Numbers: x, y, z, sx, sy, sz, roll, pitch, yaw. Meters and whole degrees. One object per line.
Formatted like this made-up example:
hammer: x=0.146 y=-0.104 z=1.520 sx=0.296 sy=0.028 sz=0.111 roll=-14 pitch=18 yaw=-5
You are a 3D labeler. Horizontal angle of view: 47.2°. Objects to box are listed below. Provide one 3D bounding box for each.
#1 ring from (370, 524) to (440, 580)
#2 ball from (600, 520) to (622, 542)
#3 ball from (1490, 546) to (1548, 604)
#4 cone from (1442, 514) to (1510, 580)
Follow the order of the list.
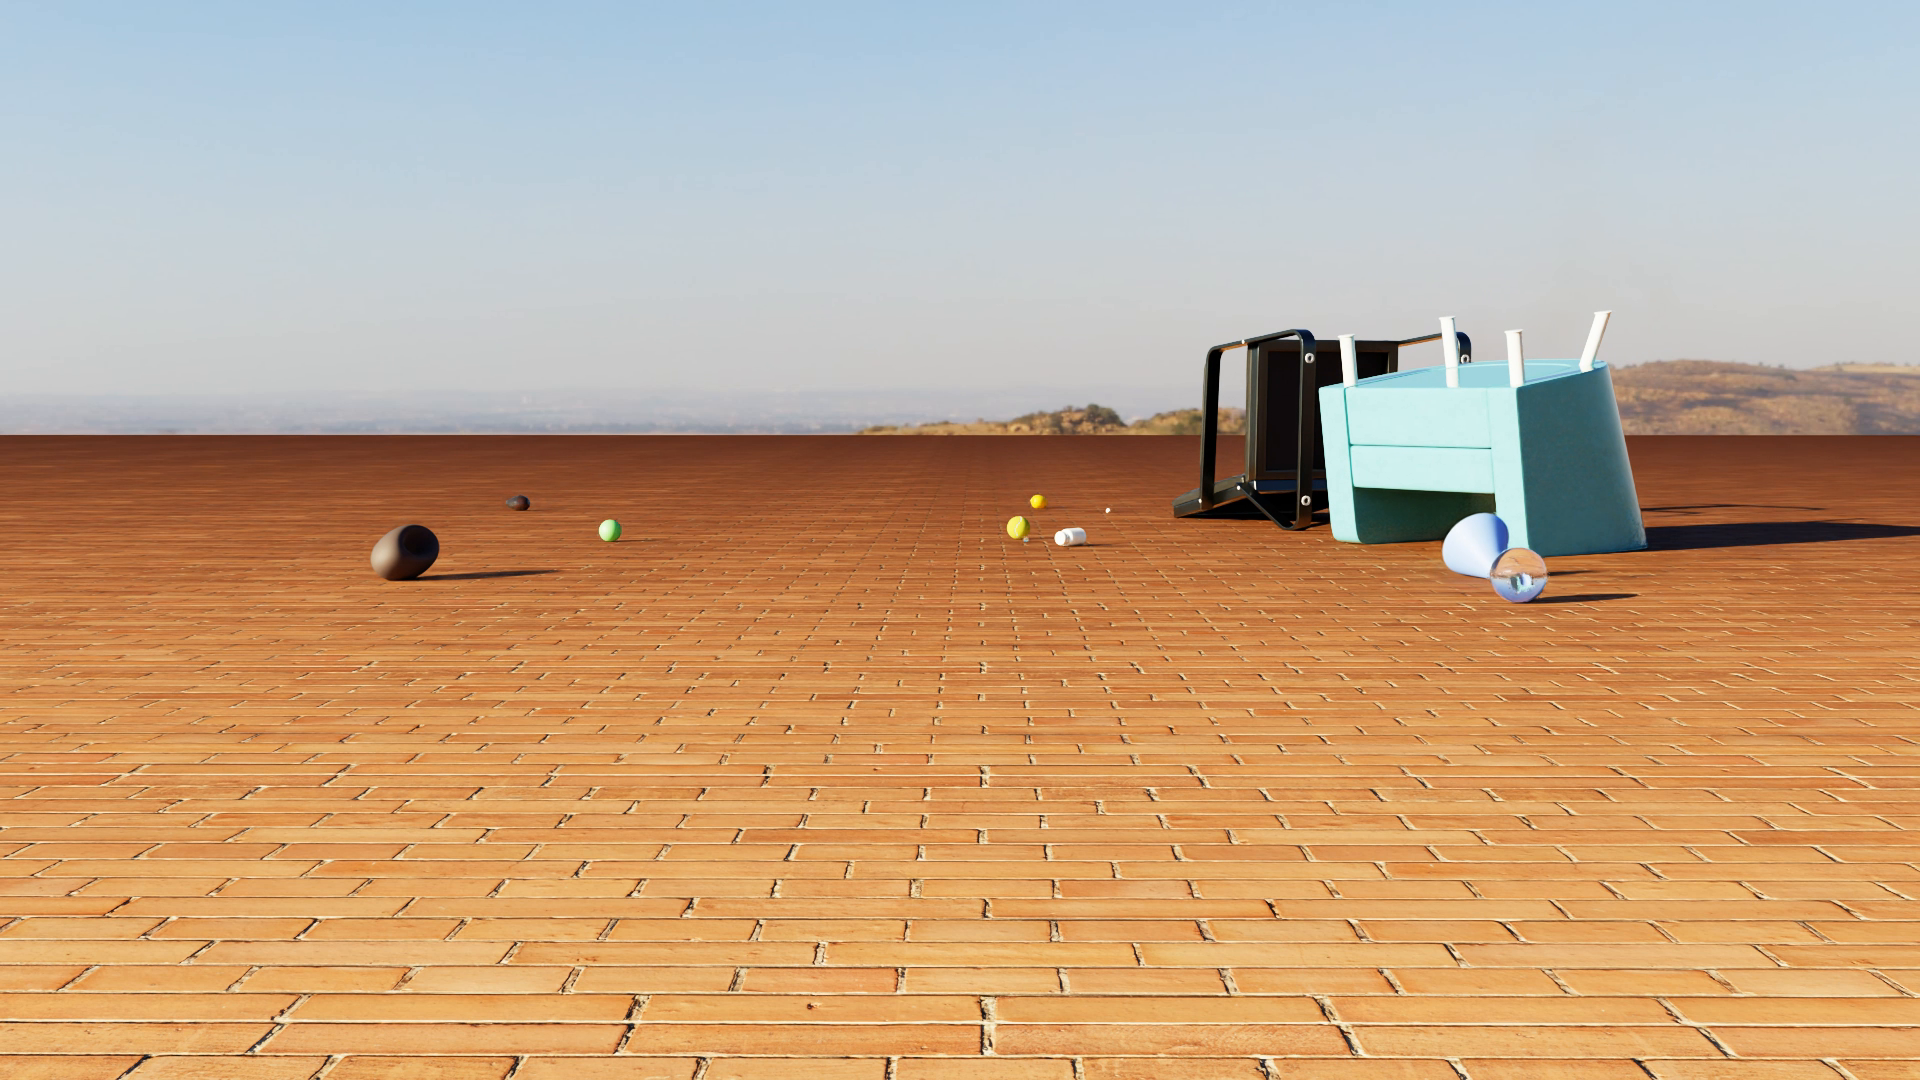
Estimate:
ring: x=-1.312 y=0.031 z=5.201 sx=0.095 sy=0.123 sz=0.210 roll=-34 pitch=1 yaw=20
ball: x=-1.028 y=-0.027 z=6.468 sx=0.065 sy=0.065 sz=0.065 roll=0 pitch=4 yaw=0
ball: x=1.172 y=0.073 z=4.617 sx=0.118 sy=0.118 sz=0.118 roll=0 pitch=4 yaw=0
cone: x=1.249 y=0.053 z=5.199 sx=0.168 sy=0.187 sz=0.145 roll=-22 pitch=39 yaw=1
